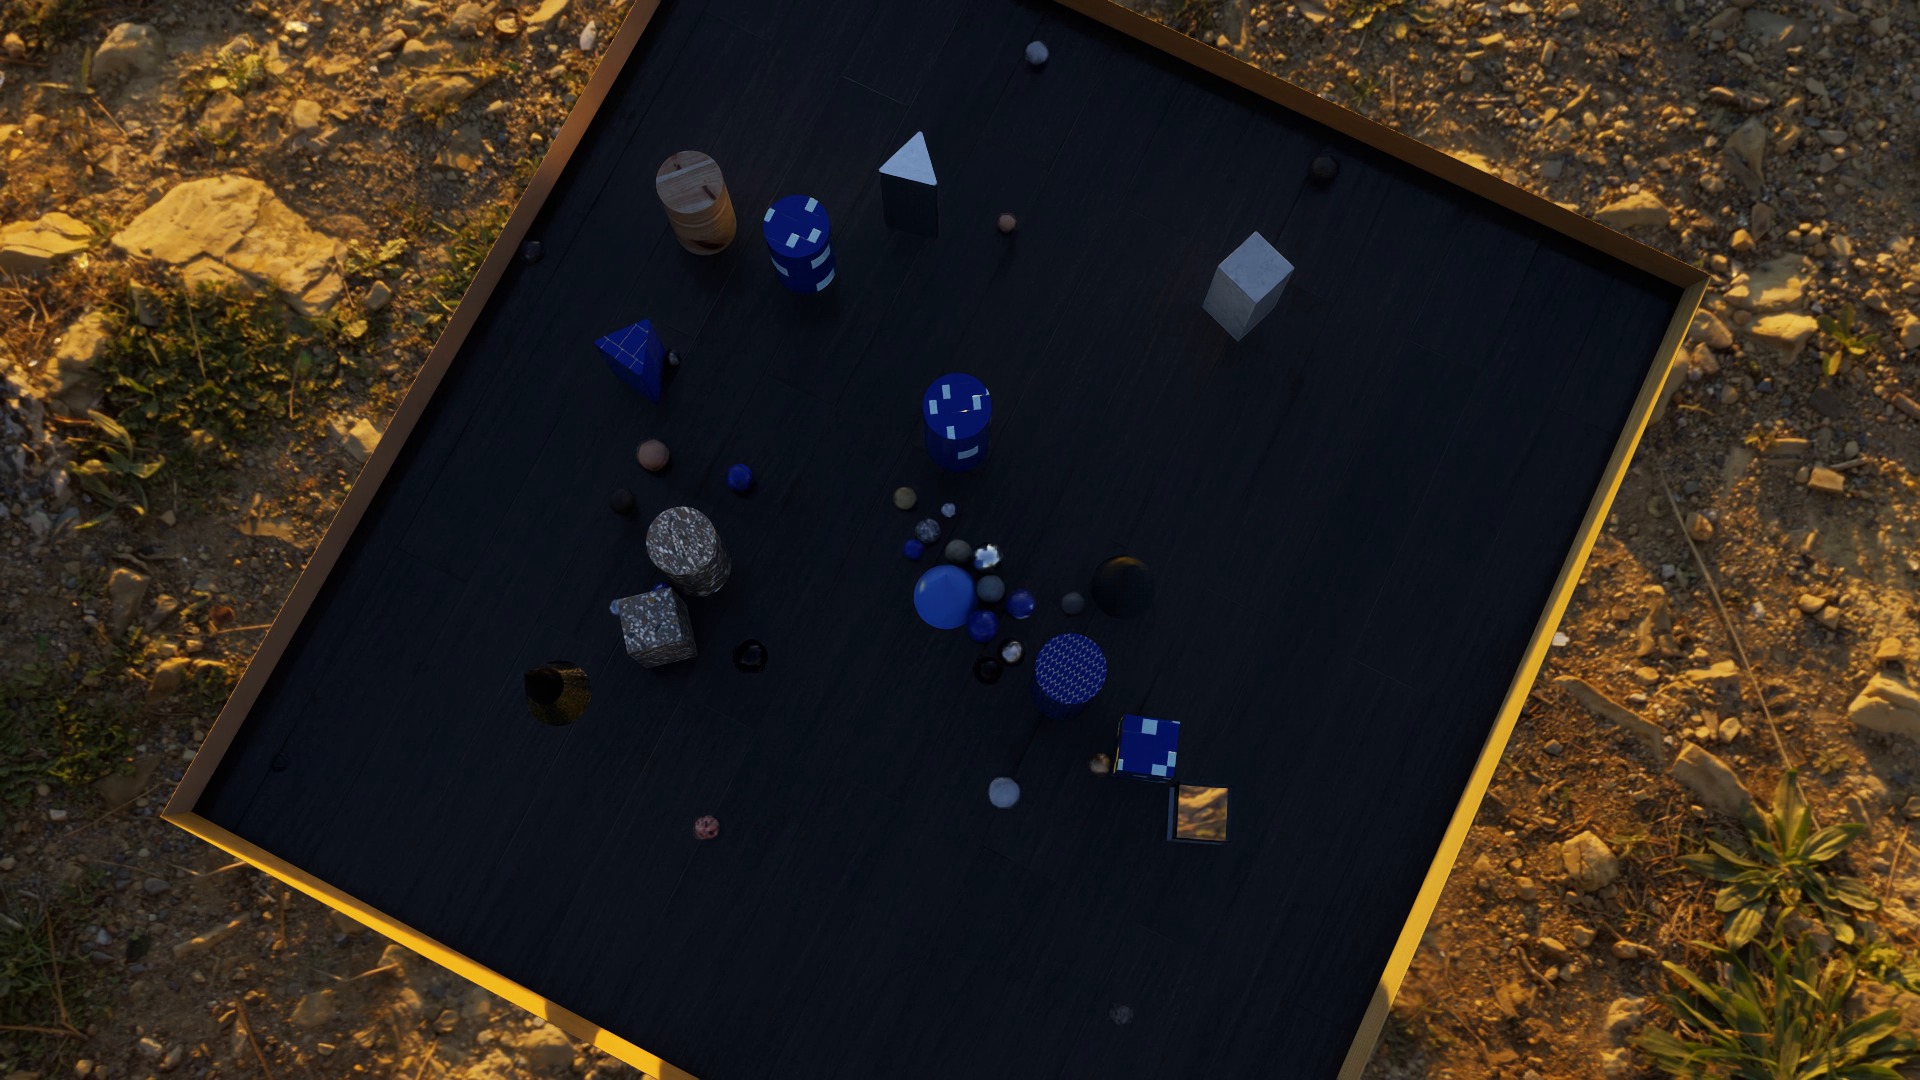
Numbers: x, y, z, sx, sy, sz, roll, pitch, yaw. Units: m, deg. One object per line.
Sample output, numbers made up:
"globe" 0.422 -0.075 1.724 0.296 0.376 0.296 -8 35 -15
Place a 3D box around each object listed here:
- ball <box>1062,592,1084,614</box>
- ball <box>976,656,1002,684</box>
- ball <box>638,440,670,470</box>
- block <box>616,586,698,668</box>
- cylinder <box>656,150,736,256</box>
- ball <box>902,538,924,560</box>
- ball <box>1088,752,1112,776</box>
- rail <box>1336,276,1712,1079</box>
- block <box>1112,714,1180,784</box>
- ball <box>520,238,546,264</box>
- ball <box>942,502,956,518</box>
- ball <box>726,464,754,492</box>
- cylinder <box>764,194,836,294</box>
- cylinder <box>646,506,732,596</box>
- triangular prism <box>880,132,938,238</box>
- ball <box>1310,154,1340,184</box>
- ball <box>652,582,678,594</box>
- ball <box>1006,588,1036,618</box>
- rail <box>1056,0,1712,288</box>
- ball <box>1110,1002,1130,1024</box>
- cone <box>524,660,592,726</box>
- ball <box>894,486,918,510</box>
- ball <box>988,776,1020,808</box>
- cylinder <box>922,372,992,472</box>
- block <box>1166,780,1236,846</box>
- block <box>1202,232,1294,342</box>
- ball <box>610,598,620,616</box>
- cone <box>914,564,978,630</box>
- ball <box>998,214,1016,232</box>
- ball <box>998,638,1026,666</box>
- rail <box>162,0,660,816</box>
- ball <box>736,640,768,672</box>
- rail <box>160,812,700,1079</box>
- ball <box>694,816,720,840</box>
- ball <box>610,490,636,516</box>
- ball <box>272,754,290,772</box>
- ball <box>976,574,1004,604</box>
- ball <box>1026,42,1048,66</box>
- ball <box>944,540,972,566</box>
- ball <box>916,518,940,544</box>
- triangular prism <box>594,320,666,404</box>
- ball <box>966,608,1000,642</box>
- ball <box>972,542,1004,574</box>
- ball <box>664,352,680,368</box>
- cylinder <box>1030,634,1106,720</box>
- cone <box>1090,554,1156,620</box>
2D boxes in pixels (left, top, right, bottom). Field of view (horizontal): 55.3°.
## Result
"ball" 0.342 0.191 5.541 0.071 0.071 0.071 0 78 0
"ball" 0.087 0.390 5.495 0.081 0.081 0.081 0 78 0
"ball" -0.940 -0.260 5.622 0.095 0.095 0.095 0 78 0
"block" -0.889 0.261 5.401 0.160 0.316 0.160 -14 79 -3
"cylinder" -0.809 -1.034 5.649 0.200 0.355 0.200 0 78 0
"ball" -0.141 0.029 5.577 0.065 0.065 0.065 0 78 0
"ball" 0.415 0.665 5.445 0.067 0.067 0.067 0 78 0
"rail" 1.505 0.744 5.395 0.045 0.130 3.557 26 80 5
"block" 0.542 0.613 5.366 0.160 0.242 0.160 8 78 2
"ball" -1.344 -0.907 5.763 0.082 0.082 0.082 0 78 0
"ball" -0.034 -0.093 5.613 0.045 0.045 0.045 0 78 0
"ball" -0.675 -0.191 5.613 0.085 0.085 0.085 0 78 0
"cylinder" -0.489 -0.906 5.639 0.200 0.323 0.200 0 78 0
"cylinder" -0.798 0.039 5.422 0.200 0.365 0.200 0 78 0
"triangular prism" -0.136 -1.094 5.621 0.173 0.435 0.150 14 79 3
"ball" 1.157 -1.179 5.814 0.092 0.092 0.092 0 78 0
"ball" -0.895 0.166 5.542 0.079 0.079 0.079 0 78 0
"ball" 0.184 0.192 5.531 0.090 0.090 0.090 0 78 0
"rail" 0.785 -1.530 5.866 3.414 0.130 0.045 26 80 5
"ball" 0.463 1.370 5.301 0.062 0.062 0.062 0 78 0
"cone" -1.211 0.416 5.304 0.200 0.445 0.200 0 78 0
"ball" -0.167 -0.129 5.607 0.072 0.072 0.072 0 78 0
"ball" 0.130 0.745 5.414 0.094 0.094 0.094 0 78 0
"cylinder" -0.008 -0.347 5.486 0.200 0.396 0.200 0 78 0
"block" 0.699 0.794 5.322 0.160 0.256 0.160 4 78 1
"block" 0.875 -0.768 5.588 0.160 0.367 0.160 -43 81 -8
"ball" -1.030 0.204 5.546 0.055 0.055 0.055 0 78 0
"cone" -0.041 0.135 5.397 0.200 0.375 0.200 0 78 0
"ball" 0.147 -1.000 5.795 0.056 0.056 0.056 0 78 0
"ball" 0.155 0.335 5.504 0.085 0.085 0.085 0 78 0
"rail" -1.505 -0.730 5.700 0.045 0.130 3.557 26 80 5
"ball" -0.626 0.347 5.496 0.095 0.095 0.095 0 78 0
"rail" -0.785 1.544 5.230 3.414 0.130 0.045 26 80 5
"ball" -0.747 0.849 5.404 0.072 0.072 0.072 0 78 0
"ball" -1.031 -0.116 5.600 0.079 0.079 0.079 0 78 0
"ball" -2.022 0.662 5.453 0.052 0.052 0.052 0 78 0
"ball" 0.091 0.148 5.541 0.089 0.089 0.089 0 78 0
"ball" 0.248 -1.566 5.903 0.075 0.075 0.075 0 78 0
"ball" -0.005 0.039 5.567 0.081 0.081 0.081 0 78 0
"ball" -0.097 -0.028 5.582 0.078 0.078 0.078 0 78 0
"triangular prism" -0.967 -0.563 5.573 0.173 0.313 0.150 35 80 7
"ball" 0.069 0.258 5.512 0.100 0.100 0.100 0 78 0
"ball" 0.084 0.055 5.555 0.099 0.099 0.099 0 78 0
"ball" -0.897 -0.561 5.707 0.050 0.050 0.050 0 78 0
"cylinder" 0.310 0.402 5.319 0.200 0.420 0.200 0 78 0
"cone" 0.499 0.107 5.411 0.200 0.359 0.200 0 78 0
